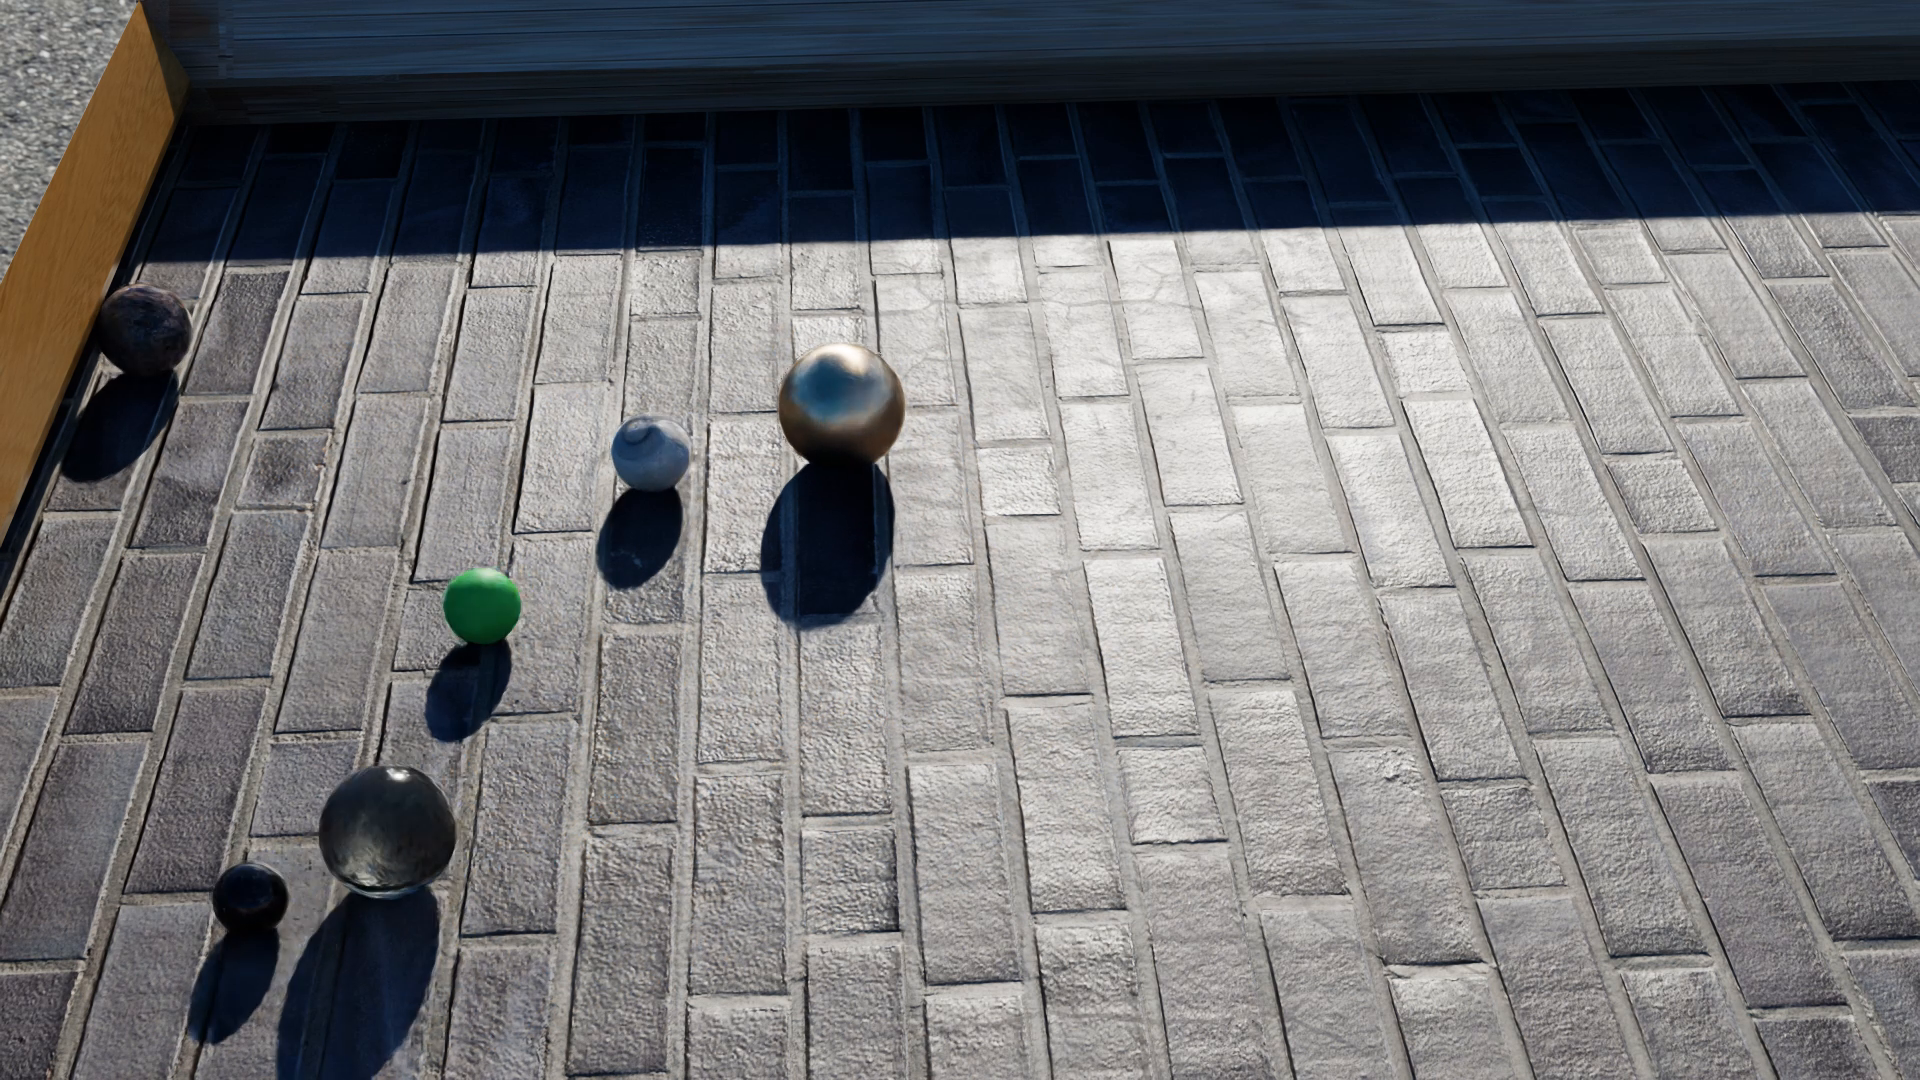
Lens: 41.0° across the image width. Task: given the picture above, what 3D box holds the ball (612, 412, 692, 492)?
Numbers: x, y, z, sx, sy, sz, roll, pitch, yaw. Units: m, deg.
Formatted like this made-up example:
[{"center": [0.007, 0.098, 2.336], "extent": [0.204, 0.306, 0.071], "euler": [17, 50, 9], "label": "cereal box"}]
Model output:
[{"center": [-0.223, -0.063, 1.853], "extent": [0.058, 0.058, 0.058], "euler": [0, 36, 0], "label": "ball"}]

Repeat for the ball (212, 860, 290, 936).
[{"center": [-0.411, 0.208, 1.487], "extent": [0.044, 0.044, 0.044], "euler": [0, 36, 0], "label": "ball"}]

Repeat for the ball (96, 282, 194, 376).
[{"center": [-0.629, -0.162, 1.980], "extent": [0.072, 0.072, 0.072], "euler": [0, 36, 0], "label": "ball"}]

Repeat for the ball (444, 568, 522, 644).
[{"center": [-0.318, 0.044, 1.709], "extent": [0.051, 0.051, 0.051], "euler": [0, 36, 0], "label": "ball"}]

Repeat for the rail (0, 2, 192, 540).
[{"center": [-0.662, 0.000, 1.709], "extent": [0.045, 0.121, 1.480], "euler": [-2, 36, -3], "label": "rail"}]

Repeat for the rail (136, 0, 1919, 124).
[{"center": [0.642, -0.464, 2.357], "extent": [2.746, 0.121, 0.045], "euler": [-2, 36, -3], "label": "rail"}]

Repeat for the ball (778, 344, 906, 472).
[{"center": [-0.086, -0.097, 1.870], "extent": [0.093, 0.093, 0.093], "euler": [0, 36, 0], "label": "ball"}]

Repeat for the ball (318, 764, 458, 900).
[{"center": [-0.336, 0.171, 1.506], "extent": [0.080, 0.080, 0.080], "euler": [0, 36, 0], "label": "ball"}]
